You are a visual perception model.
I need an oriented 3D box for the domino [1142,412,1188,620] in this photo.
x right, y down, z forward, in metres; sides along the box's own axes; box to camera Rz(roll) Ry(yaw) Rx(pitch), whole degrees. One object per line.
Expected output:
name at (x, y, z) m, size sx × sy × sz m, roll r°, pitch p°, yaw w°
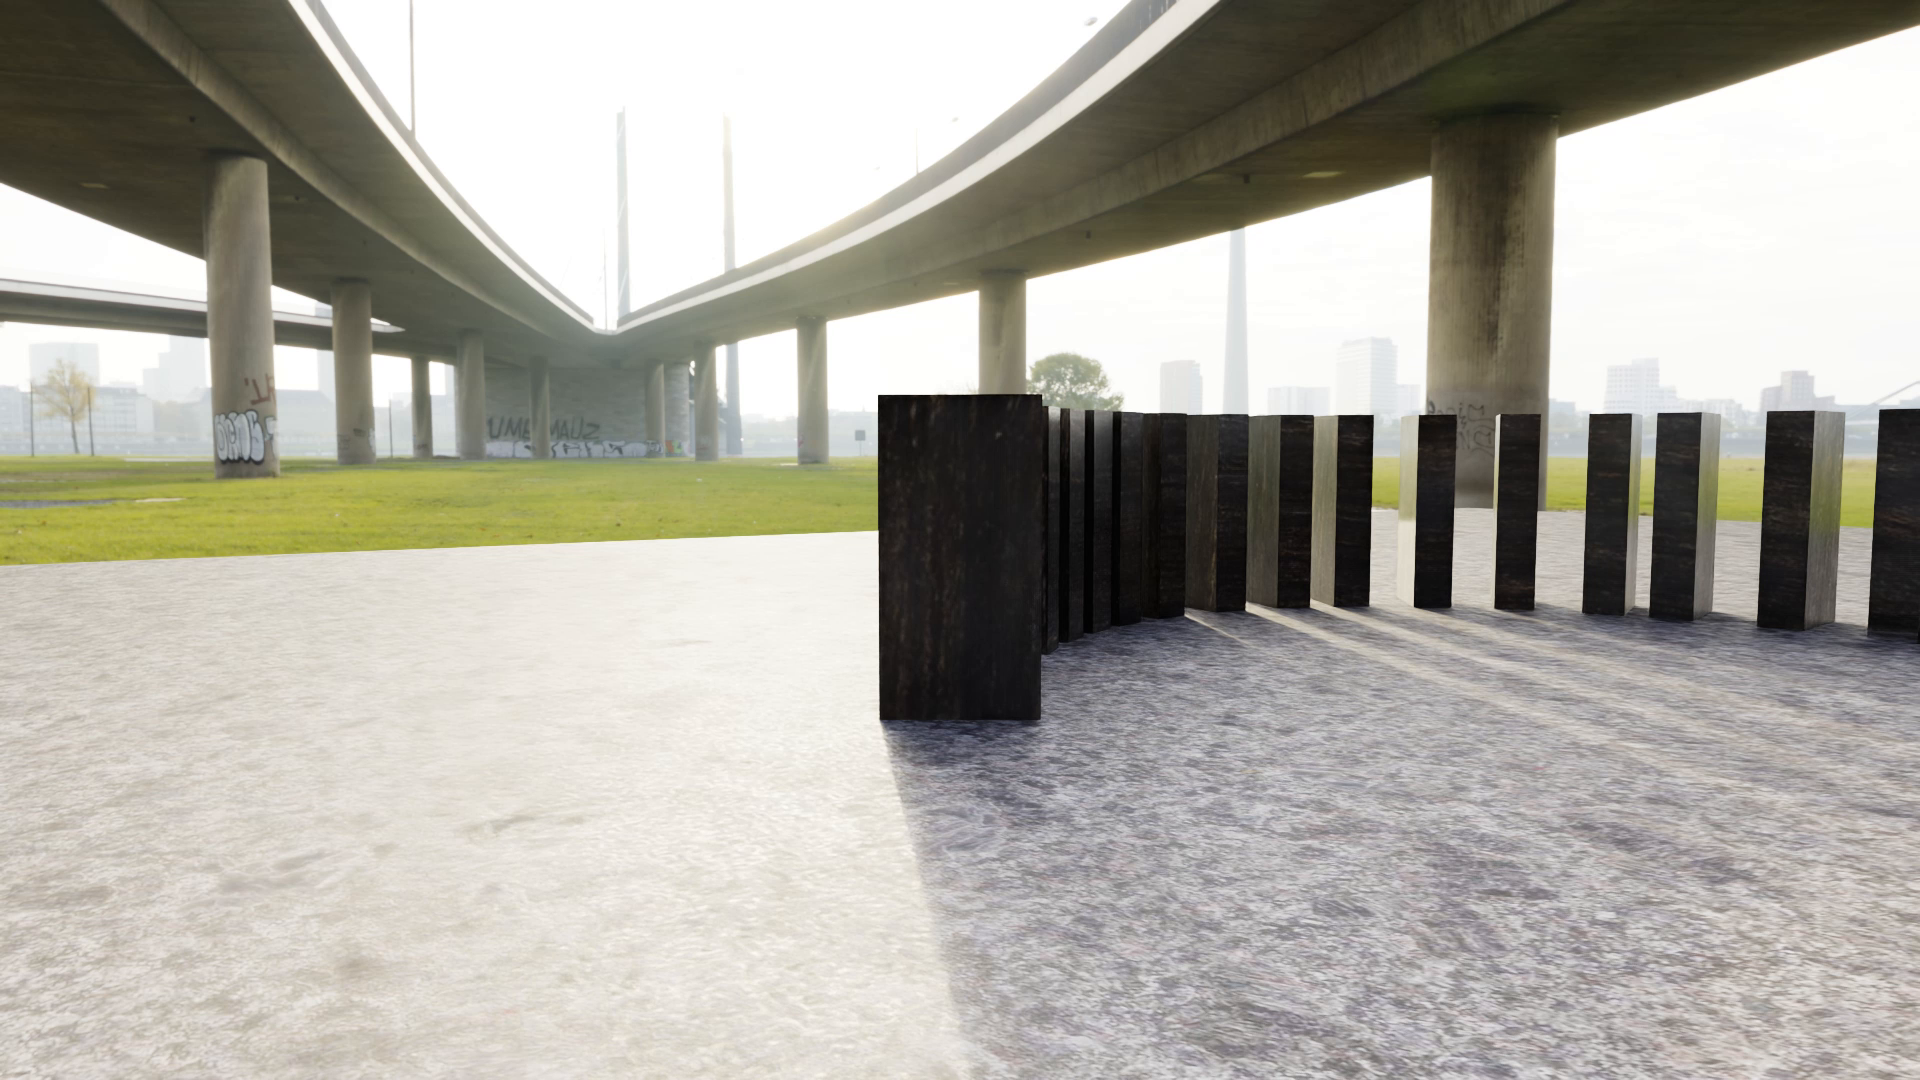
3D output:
domino at (0.044, -0.007, 0.322) m, size 0.010 × 0.050 × 0.025 m, roll -4°, pitch 6°, yaw -41°

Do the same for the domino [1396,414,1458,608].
domino at (0.125, -0.008, 0.345) m, size 0.009 × 0.050 × 0.025 m, roll 1°, pitch 4°, yaw 9°

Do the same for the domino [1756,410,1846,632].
domino at (0.198, -0.005, 0.302) m, size 0.025 × 0.050 × 0.010 m, roll -4°, pitch 6°, yaw -42°

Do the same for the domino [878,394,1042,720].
domino at (0.000, 0.002, 0.201) m, size 0.025 × 0.050 × 0.009 m, roll 0°, pitch 4°, yaw 0°

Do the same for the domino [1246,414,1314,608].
domino at (0.083, -0.008, 0.343) m, size 0.010 × 0.050 × 0.025 m, roll -1°, pitch 4°, yaw -15°

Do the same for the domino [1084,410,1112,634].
domino at (0.022, -0.005, 0.296) m, size 0.025 × 0.050 × 0.009 m, roll 3°, pitch 5°, yaw 32°

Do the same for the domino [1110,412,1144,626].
domino at (0.031, -0.006, 0.309) m, size 0.025 × 0.050 × 0.009 m, roll 4°, pitch 6°, yaw 40°

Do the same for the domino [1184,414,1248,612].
domino at (0.063, -0.008, 0.335) m, size 0.010 × 0.050 × 0.025 m, roll -2°, pitch 5°, yaw -27°

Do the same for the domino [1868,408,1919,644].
domino at (0.213, -0.004, 0.283) m, size 0.025 × 0.050 × 0.010 m, roll -3°, pitch 5°, yaw -32°

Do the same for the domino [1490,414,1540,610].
domino at (0.147, -0.008, 0.339) m, size 0.009 × 0.050 × 0.025 m, roll 2°, pitch 5°, yaw 20°

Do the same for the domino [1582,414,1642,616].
domino at (0.167, -0.007, 0.328) m, size 0.010 × 0.050 × 0.025 m, roll 3°, pitch 5°, yaw 33°

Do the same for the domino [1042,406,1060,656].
domino at (0.007, -0.002, 0.265) m, size 0.025 × 0.050 × 0.009 m, roll 1°, pitch 5°, yaw 18°

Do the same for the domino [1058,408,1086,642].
domino at (0.014, -0.004, 0.282) m, size 0.025 × 0.050 × 0.009 m, roll 2°, pitch 5°, yaw 25°

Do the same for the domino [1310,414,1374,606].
domino at (0.102, -0.008, 0.346) m, size 0.010 × 0.050 × 0.025 m, roll 0°, pitch 4°, yaw -4°

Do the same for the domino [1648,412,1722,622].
domino at (0.180, -0.006, 0.319) m, size 0.010 × 0.050 × 0.025 m, roll 4°, pitch 6°, yaw 39°
